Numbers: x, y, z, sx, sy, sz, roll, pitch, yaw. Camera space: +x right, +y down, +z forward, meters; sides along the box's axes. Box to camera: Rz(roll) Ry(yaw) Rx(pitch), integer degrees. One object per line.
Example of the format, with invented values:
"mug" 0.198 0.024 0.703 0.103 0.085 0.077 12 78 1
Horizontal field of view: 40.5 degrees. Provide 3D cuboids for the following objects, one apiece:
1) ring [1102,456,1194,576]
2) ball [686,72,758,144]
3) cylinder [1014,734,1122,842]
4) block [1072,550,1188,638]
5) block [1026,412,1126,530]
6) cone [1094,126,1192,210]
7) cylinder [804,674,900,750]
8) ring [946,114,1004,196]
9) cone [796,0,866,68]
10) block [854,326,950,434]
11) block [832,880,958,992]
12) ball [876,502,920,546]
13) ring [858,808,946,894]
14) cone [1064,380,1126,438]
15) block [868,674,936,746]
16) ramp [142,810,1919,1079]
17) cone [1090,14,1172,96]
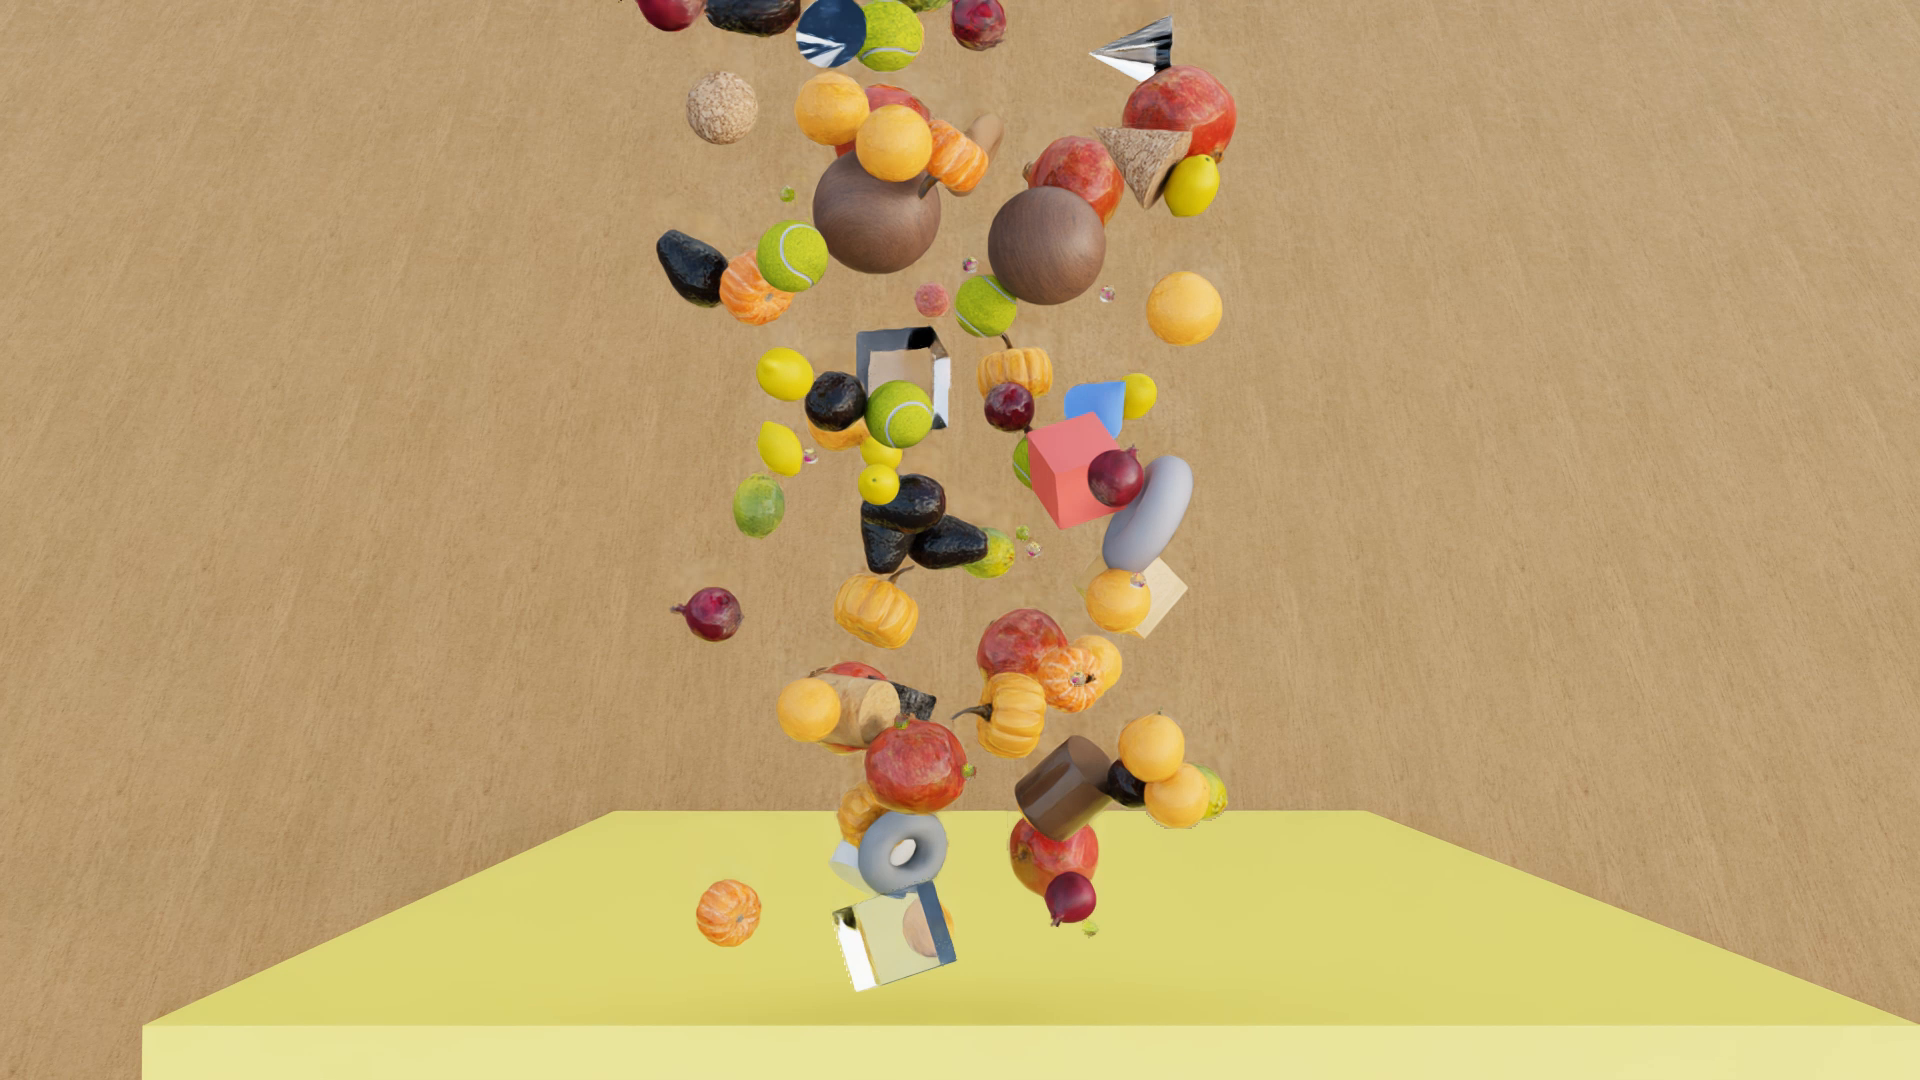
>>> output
"ring" 0.207 -0.027 2.872 0.049 0.146 0.146 30 37 -9
"ball" -0.220 -0.399 2.403 0.067 0.067 0.067 0 37 0
"cylinder" 0.124 0.285 2.978 0.088 0.088 0.088 38 24 -21
"block" 0.204 0.056 3.132 0.082 0.082 0.082 -49 19 -9
"block" 0.128 -0.076 2.846 0.080 0.080 0.080 -18 43 -13
"cone" 0.169 -0.388 2.580 0.089 0.089 0.089 33 45 11
"cylinder" -0.123 0.195 2.958 0.079 0.079 0.079 6 34 34
"ring" 0.016 -0.418 2.821 0.033 0.098 0.098 29 42 4
"cone" -0.105 -0.449 2.354 0.067 0.067 0.067 14 -4 18
"block" -0.061 -0.171 2.783 0.082 0.082 0.082 -4 68 13
"block" -0.075 0.449 2.951 0.095 0.095 0.095 -14 82 -22
"ball" -0.075 -0.020 3.136 0.052 0.052 0.052 0 37 0
"ring" -0.068 0.373 3.109 0.115 0.115 0.038 -18 26 -23
"cone" 0.170 -0.162 2.952 0.077 0.077 0.077 14 58 -23
"block" -0.076 0.199 3.044 0.060 0.060 0.060 22 -5 -39
"ramp" 0.081 0.683 4.920 2.000 0.100 4.000 0 -3 0
"cone" 0.181 -0.519 2.779 0.087 0.087 0.087 2 37 2
